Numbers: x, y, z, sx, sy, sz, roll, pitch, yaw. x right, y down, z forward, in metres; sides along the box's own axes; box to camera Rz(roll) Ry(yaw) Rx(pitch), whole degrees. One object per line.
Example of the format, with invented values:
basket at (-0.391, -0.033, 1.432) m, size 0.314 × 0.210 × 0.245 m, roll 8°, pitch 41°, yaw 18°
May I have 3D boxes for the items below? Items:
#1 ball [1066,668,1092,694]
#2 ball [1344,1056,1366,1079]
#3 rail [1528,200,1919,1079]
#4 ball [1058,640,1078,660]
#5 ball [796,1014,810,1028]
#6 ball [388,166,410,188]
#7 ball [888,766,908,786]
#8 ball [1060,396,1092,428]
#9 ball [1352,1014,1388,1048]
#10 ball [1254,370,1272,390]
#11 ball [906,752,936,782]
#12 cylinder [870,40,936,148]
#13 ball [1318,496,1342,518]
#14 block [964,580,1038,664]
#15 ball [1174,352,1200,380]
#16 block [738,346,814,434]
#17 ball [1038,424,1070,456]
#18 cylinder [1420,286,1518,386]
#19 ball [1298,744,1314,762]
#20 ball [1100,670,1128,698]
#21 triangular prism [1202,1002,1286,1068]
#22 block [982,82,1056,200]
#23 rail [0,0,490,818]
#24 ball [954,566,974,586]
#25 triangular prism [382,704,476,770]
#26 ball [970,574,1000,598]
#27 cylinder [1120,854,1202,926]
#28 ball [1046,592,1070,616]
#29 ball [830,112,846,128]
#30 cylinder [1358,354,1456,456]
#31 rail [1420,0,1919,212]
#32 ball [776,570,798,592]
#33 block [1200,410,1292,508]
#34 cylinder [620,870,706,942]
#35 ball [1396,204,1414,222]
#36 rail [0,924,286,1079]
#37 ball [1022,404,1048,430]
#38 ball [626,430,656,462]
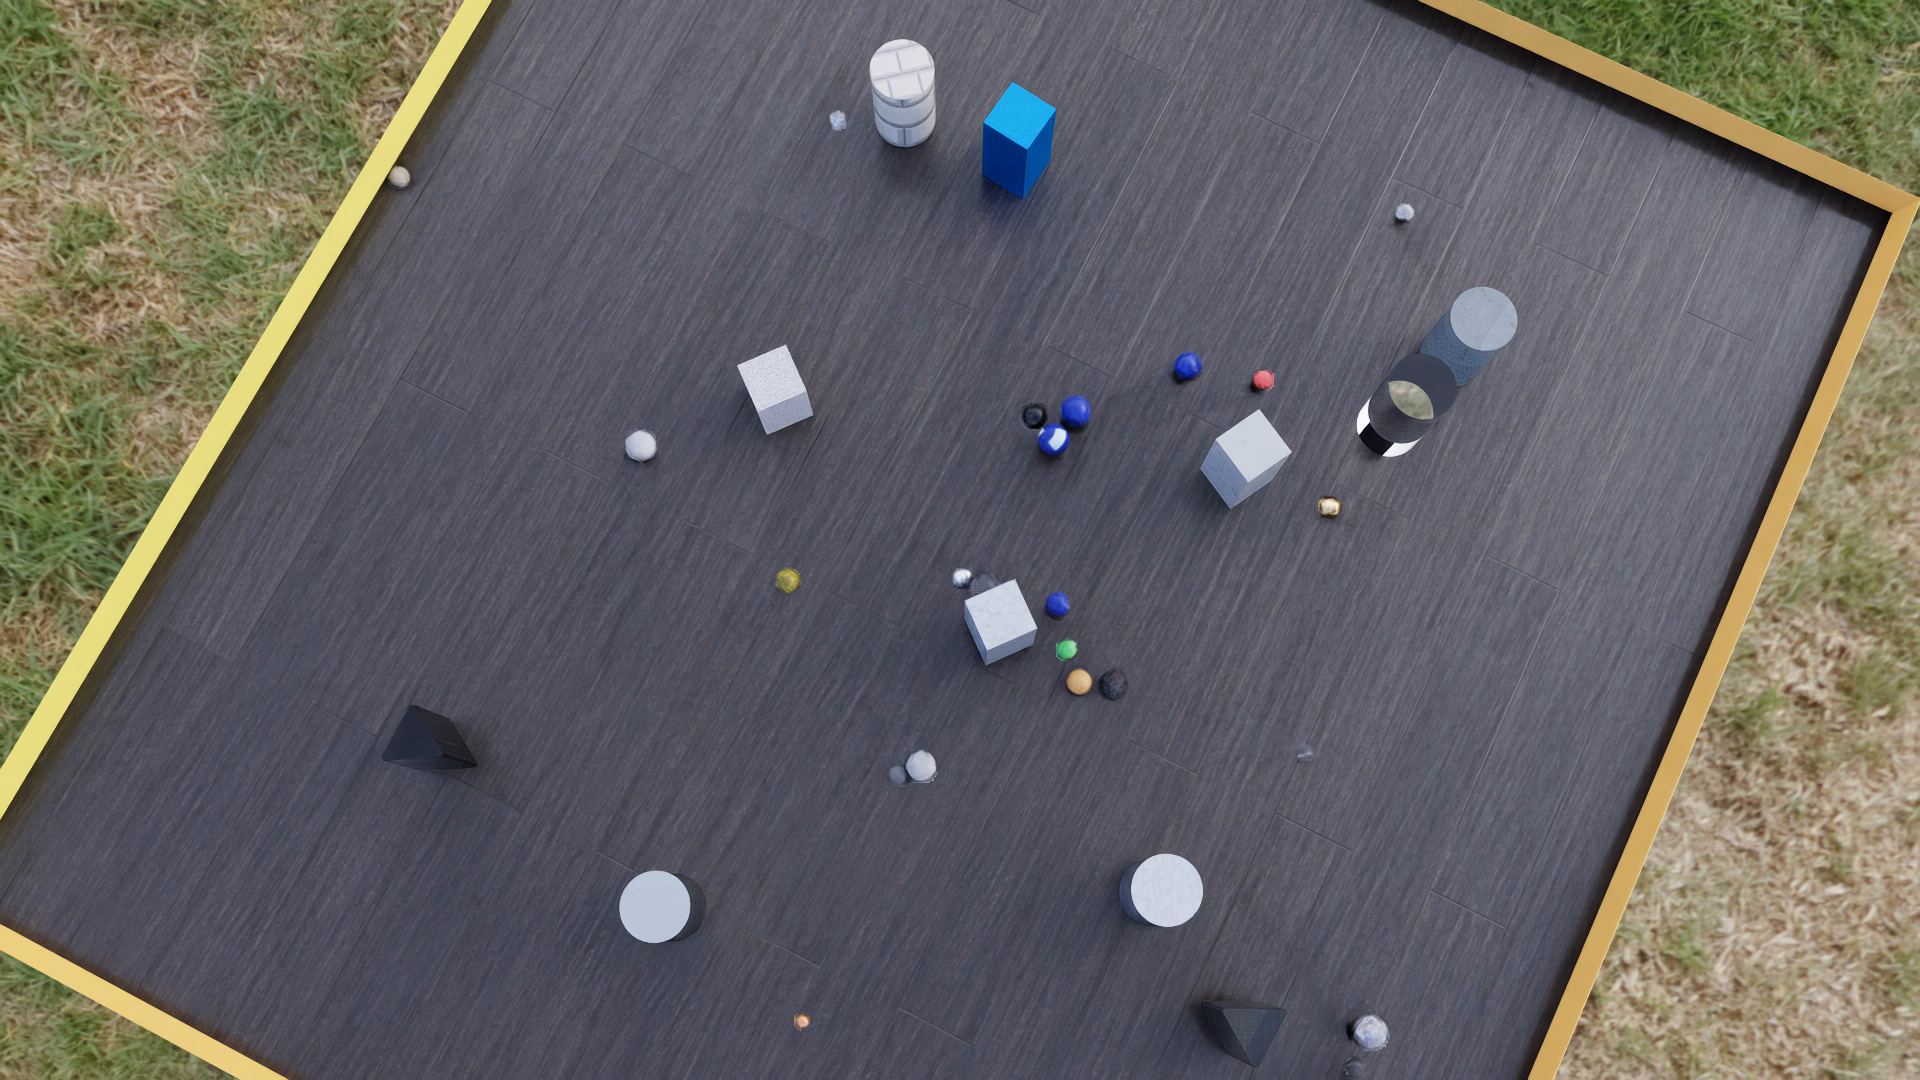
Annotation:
ball at (0.357, 0.424, 5.490) m, size 0.076 × 0.076 × 0.076 m, roll 0°, pitch 78°, yaw 0°
ball at (1.138, 1.519, 5.270) m, size 0.063 × 0.063 × 0.063 m, roll 0°, pitch 78°, yaw 0°
rail at (1.944, 0.958, 5.352) m, size 0.045 × 0.128 × 4.610 m, roll 26°, pitch 80°, yaw 5°
ball at (0.322, 0.329, 5.518) m, size 0.060 × 0.060 × 0.060 m, roll 0°, pitch 78°, yaw 0°
ball at (-0.454, 1.393, 5.307) m, size 0.042 × 0.042 × 0.042 m, roll 0°, pitch 78°, yaw 0°
ball at (-1.780, -1.153, 5.821) m, size 0.067 × 0.067 × 0.067 m, roll 0°, pitch 78°, yaw 0°
ball at (-0.183, 0.699, 5.441) m, size 0.060 × 0.060 × 0.060 m, roll 0°, pitch 78°, yaw 0°
ball at (0.357, -0.395, 5.650) m, size 0.094 × 0.094 × 0.094 m, roll 0°, pitch 78°, yaw 0°
ball at (1.181, 1.413, 5.274) m, size 0.098 × 0.098 × 0.098 m, roll 0°, pitch 78°, yaw 0°
ball at (0.940, -0.497, 5.689) m, size 0.059 × 0.059 × 0.059 m, roll 0°, pitch 78°, yaw 0°
ball at (-0.115, 0.671, 5.433) m, size 0.088 × 0.088 × 0.088 m, roll 0°, pitch 78°, yaw 0°
cylinder at (-0.176, -1.391, 5.726) m, size 0.197 × 0.350 × 0.197 m, roll 0°, pitch 78°, yaw 0°
ball at (1.132, -0.101, 5.602) m, size 0.069 × 0.069 × 0.069 m, roll 0°, pitch 78°, yaw 0°
block at (0.117, 0.246, 5.403) m, size 0.157 × 0.318 × 0.157 m, roll -23°, pitch 79°, yaw -5°
ball at (0.705, -0.540, 5.686) m, size 0.082 × 0.082 × 0.082 m, roll 0°, pitch 78°, yaw 0°
block at (-0.559, -0.454, 5.576) m, size 0.157 × 0.263 × 0.157 m, roll -24°, pitch 79°, yaw -5°
ball at (0.288, -0.308, 5.630) m, size 0.098 × 0.098 × 0.098 m, roll 0°, pitch 78°, yaw 0°
cylinder at (1.536, -0.611, 5.554) m, size 0.197 × 0.370 × 0.197 m, roll 0°, pitch 78°, yaw 0°
ball at (1.030, 0.635, 5.460) m, size 0.049 × 0.049 × 0.049 m, roll 0°, pitch 78°, yaw 0°
ball at (0.460, 0.430, 5.484) m, size 0.086 × 0.086 × 0.086 m, roll 0°, pitch 78°, yaw 0°
triangular prism at (0.765, 1.337, 5.105) m, size 0.148 × 0.460 × 0.170 m, roll 31°, pitch 80°, yaw 6°
block at (0.179, -1.231, 5.675) m, size 0.157 × 0.385 × 0.157 m, roll 33°, pitch 80°, yaw 6°
rail at (-1.944, -0.945, 5.746) m, size 0.045 × 0.128 × 4.610 m, roll 26°, pitch 80°, yaw 5°
ball at (0.012, 0.112, 5.562) m, size 0.061 × 0.061 × 0.061 m, roll 0°, pitch 78°, yaw 0°
triangular prism at (-1.532, 0.571, 5.307) m, size 0.170 × 0.374 × 0.148 m, roll -4°, pitch 78°, yaw -1°
ball at (0.077, 0.149, 5.536) m, size 0.097 × 0.097 × 0.097 m, roll 0°, pitch 78°, yaw 0°
cylinder at (0.567, 0.999, 5.211) m, size 0.197 × 0.389 × 0.197 m, roll 0°, pitch 78°, yaw 0°
ball at (0.294, 0.196, 5.539) m, size 0.073 × 0.073 × 0.073 m, roll 0°, pitch 78°, yaw 0°
ball at (-0.391, -1.347, 5.869) m, size 0.052 × 0.052 × 0.052 m, roll 0°, pitch 78°, yaw 0°
cylinder at (1.331, -0.398, 5.480) m, size 0.197 × 0.429 × 0.197 m, roll 0°, pitch 78°, yaw 0°
rail at (1.020, -1.991, 5.962) m, size 4.393 × 0.128 × 0.045 m, roll 26°, pitch 80°, yaw 5°
ball at (-0.524, 0.125, 5.554) m, size 0.072 × 0.072 × 0.072 m, roll 0°, pitch 78°, yaw 0°
block at (0.851, -0.238, 5.485) m, size 0.157 × 0.355 × 0.157 m, roll -34°, pitch 80°, yaw -7°
cylinder at (-0.844, 1.048, 5.232) m, size 0.197 × 0.328 × 0.197 m, roll 0°, pitch 78°, yaw 0°
ball at (1.410, -1.036, 5.804) m, size 0.053 × 0.053 × 0.053 m, roll 0°, pitch 78°, yaw 0°
rail at (-1.020, 2.005, 5.135) m, size 4.393 × 0.128 × 0.045 m, roll 26°, pitch 80°, yaw 5°
ball at (0.229, -0.381, 5.655) m, size 0.079 × 0.079 × 0.079 m, roll 0°, pitch 78°, yaw 0°
ball at (-0.981, -0.288, 5.628) m, size 0.094 × 0.094 × 0.094 m, roll 0°, pitch 78°, yaw 0°
